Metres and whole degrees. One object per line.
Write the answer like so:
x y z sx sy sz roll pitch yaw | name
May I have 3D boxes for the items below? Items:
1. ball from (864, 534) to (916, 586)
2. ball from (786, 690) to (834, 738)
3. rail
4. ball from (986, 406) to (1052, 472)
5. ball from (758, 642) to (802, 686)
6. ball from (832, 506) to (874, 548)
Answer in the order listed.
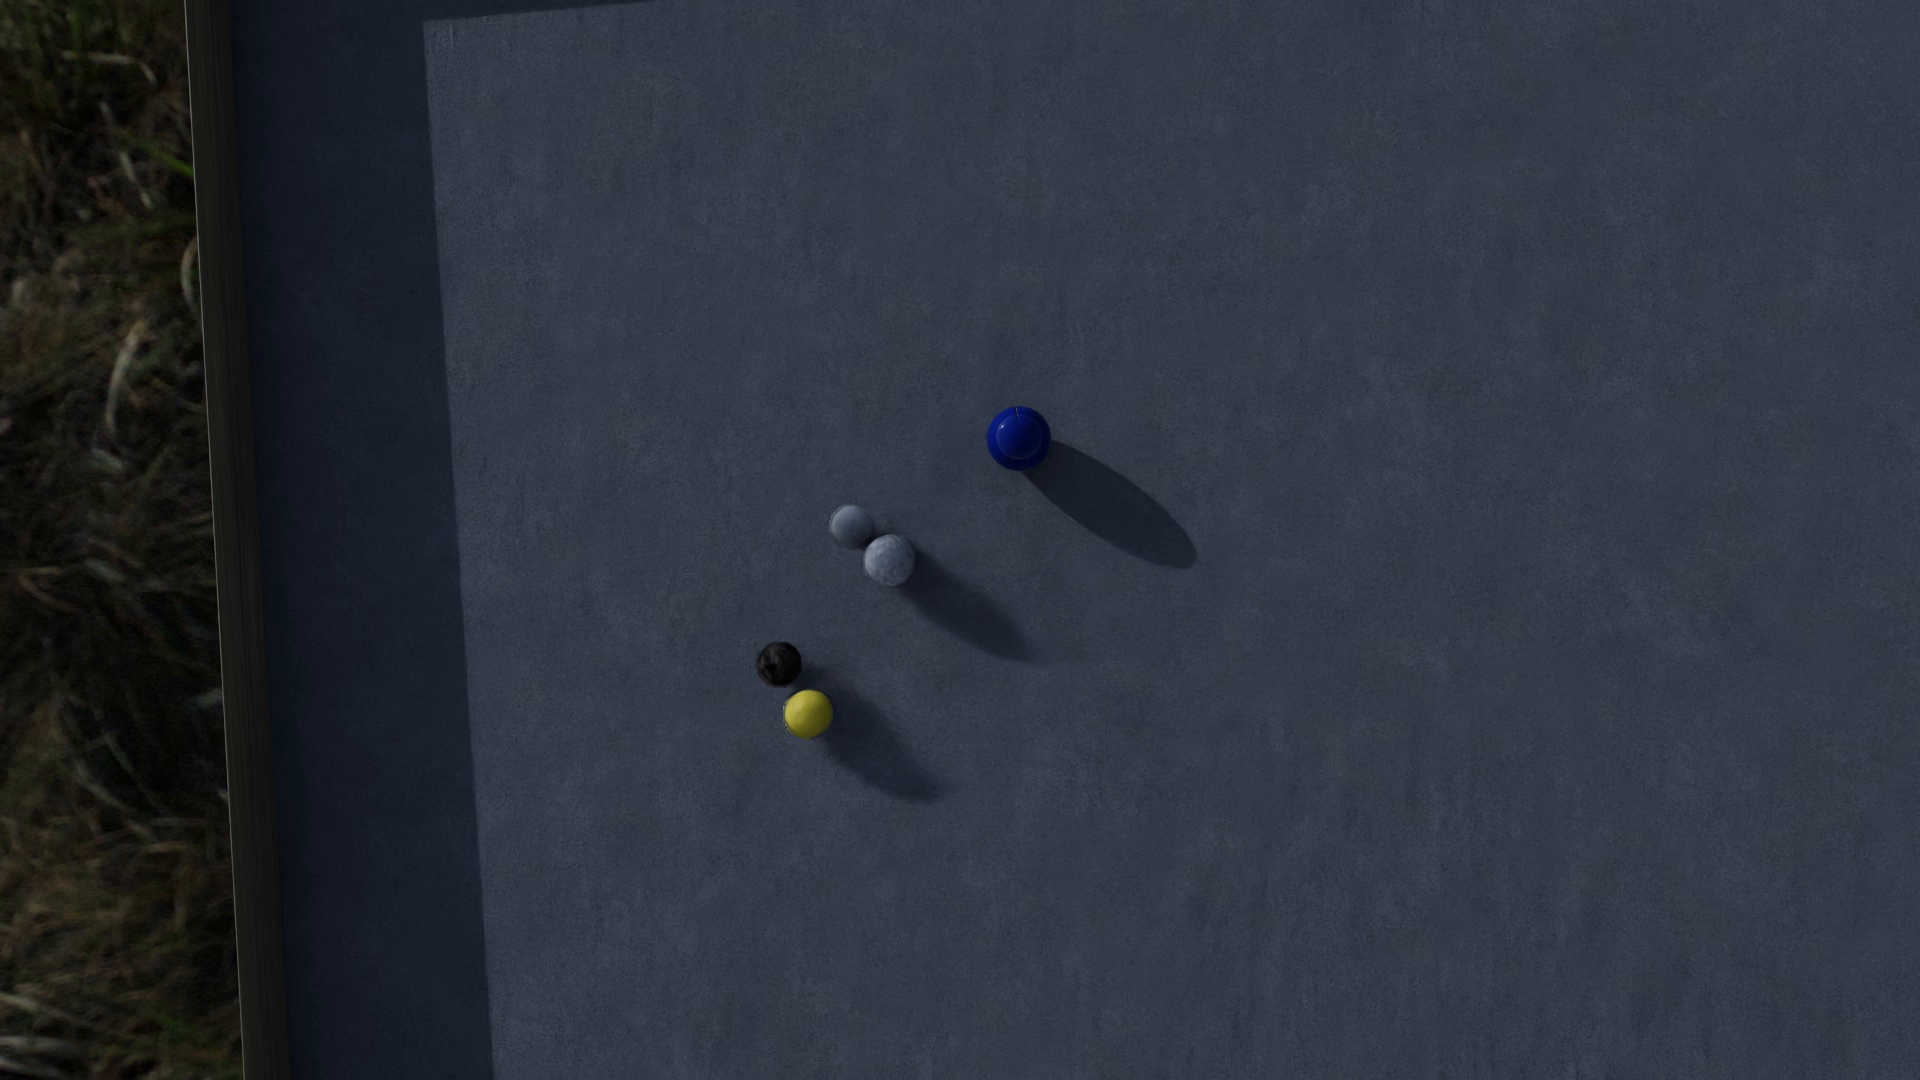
-0.104 0.030 3.248 0.076 0.076 0.076 0 84 0 | ball
-0.221 0.254 3.226 0.070 0.070 0.070 0 84 0 | ball
-1.041 0.093 3.214 0.045 0.126 2.293 -5 84 -1 | rail
0.087 -0.150 3.257 0.097 0.097 0.097 0 84 0 | ball
-0.265 0.182 3.236 0.065 0.065 0.065 0 84 0 | ball
-0.159 -0.020 3.260 0.062 0.062 0.062 0 84 0 | ball
